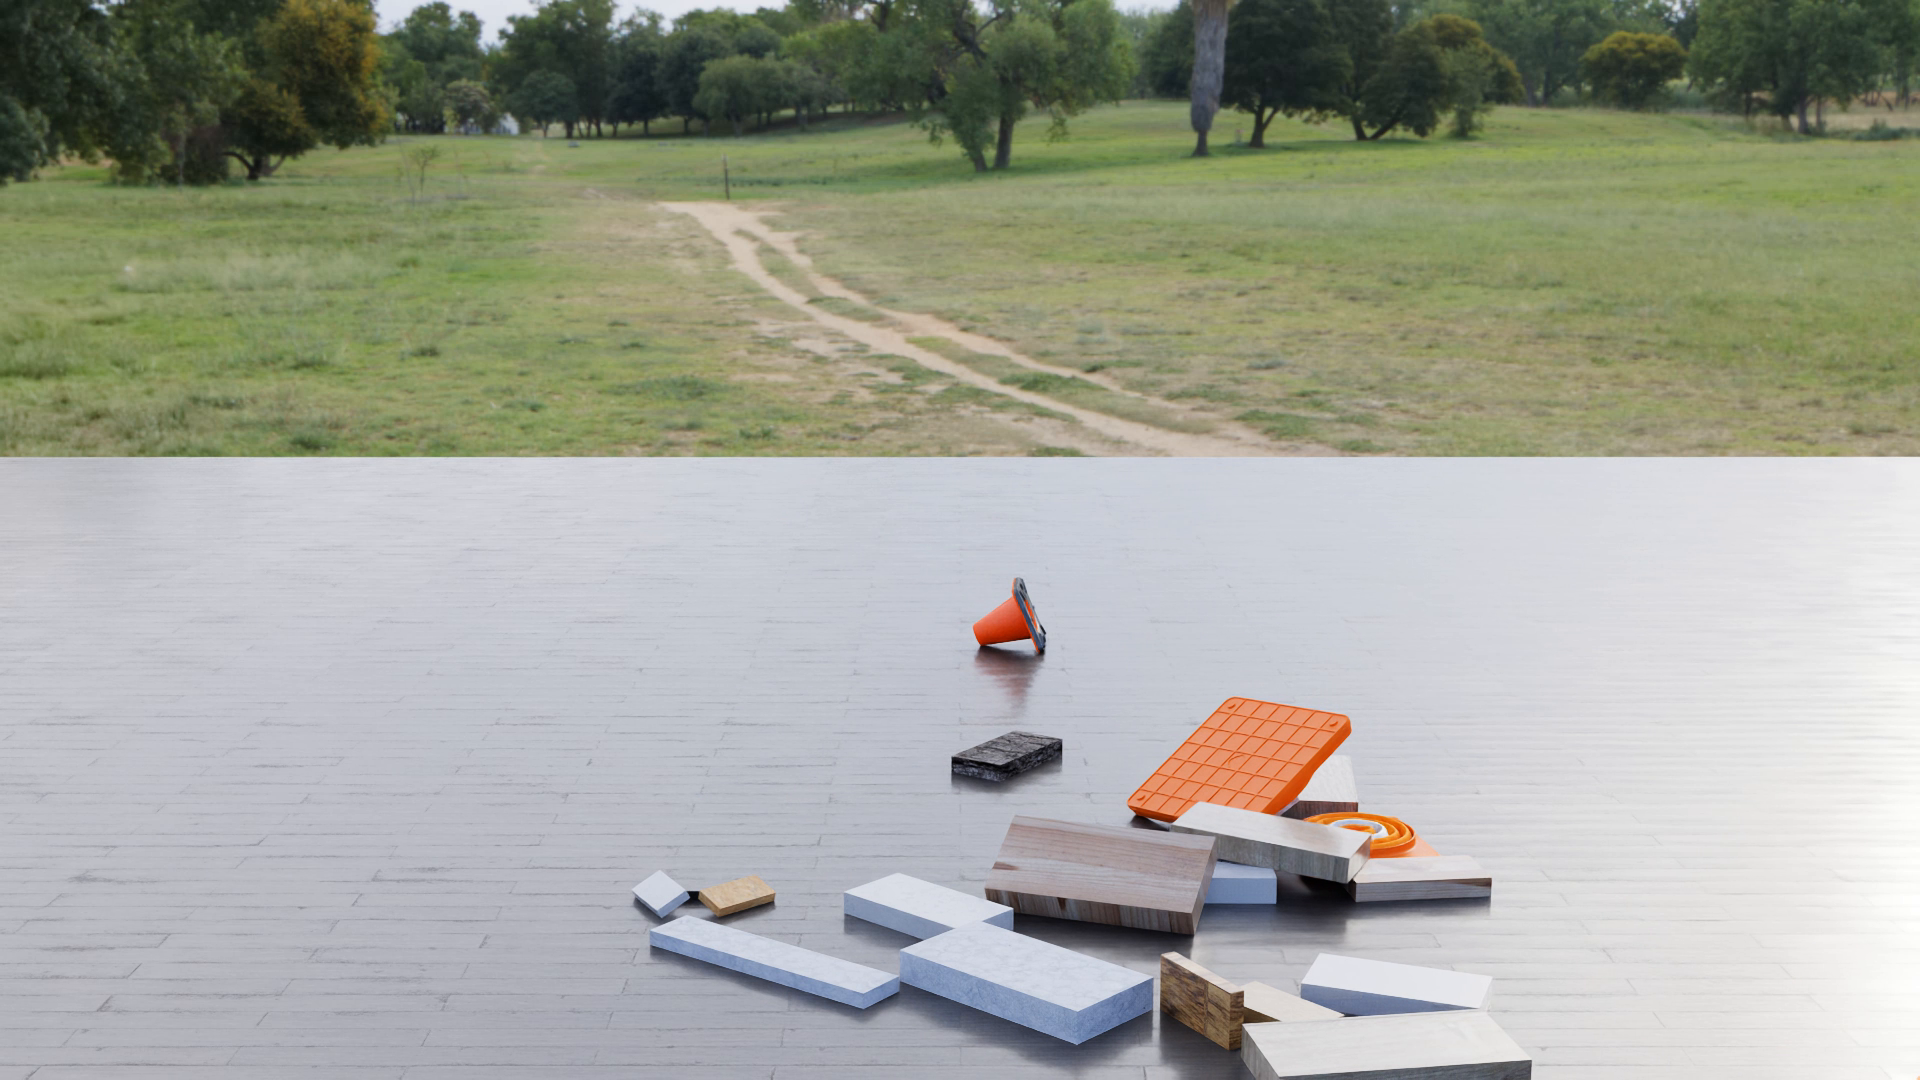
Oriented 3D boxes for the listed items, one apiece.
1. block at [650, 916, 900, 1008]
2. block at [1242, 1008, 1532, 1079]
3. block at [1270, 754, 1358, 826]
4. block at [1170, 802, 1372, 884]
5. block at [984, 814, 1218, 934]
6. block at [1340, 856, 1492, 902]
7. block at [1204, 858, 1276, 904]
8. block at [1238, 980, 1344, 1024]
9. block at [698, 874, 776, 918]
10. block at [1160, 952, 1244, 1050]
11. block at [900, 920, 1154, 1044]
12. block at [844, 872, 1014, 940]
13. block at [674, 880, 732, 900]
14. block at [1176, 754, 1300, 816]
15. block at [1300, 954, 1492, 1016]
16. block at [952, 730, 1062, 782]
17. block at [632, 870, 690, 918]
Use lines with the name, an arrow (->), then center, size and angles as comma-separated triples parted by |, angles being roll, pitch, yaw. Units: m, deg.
block -> -0.287, 0.638, 3.344 | 0.430, 0.024, 0.084 | 8, 13, 36
block -> 0.570, 0.697, 2.957 | 0.345, 0.049, 0.172 | -2, 11, -9
block -> 0.671, 0.472, 4.187 | 0.154, 0.044, 0.308 | 1, 11, 7
block -> 0.527, 0.511, 3.735 | 0.308, 0.044, 0.154 | 8, 12, 23
block -> 0.231, 0.544, 3.588 | 0.345, 0.049, 0.172 | 4, 38, 20
block -> 0.762, 0.568, 3.697 | 0.231, 0.033, 0.116 | -1, 11, -6
block -> 0.368, 0.563, 3.696 | 0.308, 0.044, 0.154 | 0, 11, 1
block -> 0.457, 0.676, 3.143 | 0.084, 0.024, 0.167 | -9, 14, -40
block -> -0.366, 0.584, 3.612 | 0.114, 0.016, 0.057 | -10, 32, -42
block -> 0.341, 0.651, 3.112 | 0.024, 0.084, 0.167 | -6, 12, -29
block -> 0.095, 0.646, 3.235 | 0.345, 0.049, 0.172 | 10, 14, 42
block -> -0.052, 0.596, 3.537 | 0.255, 0.036, 0.127 | 9, 14, 41
block -> -0.436, 0.583, 3.664 | 0.114, 0.016, 0.057 | 0, 11, 0
block -> 0.513, 0.472, 4.078 | 0.116, 0.033, 0.231 | -34, 23, -18
block -> 0.636, 0.658, 3.204 | 0.255, 0.036, 0.127 | 4, 11, 21
block -> 0.096, 0.433, 4.425 | 0.116, 0.033, 0.231 | 7, 13, 34
block -> -0.492, 0.581, 3.609 | 0.057, 0.016, 0.114 | -34, 24, -20
